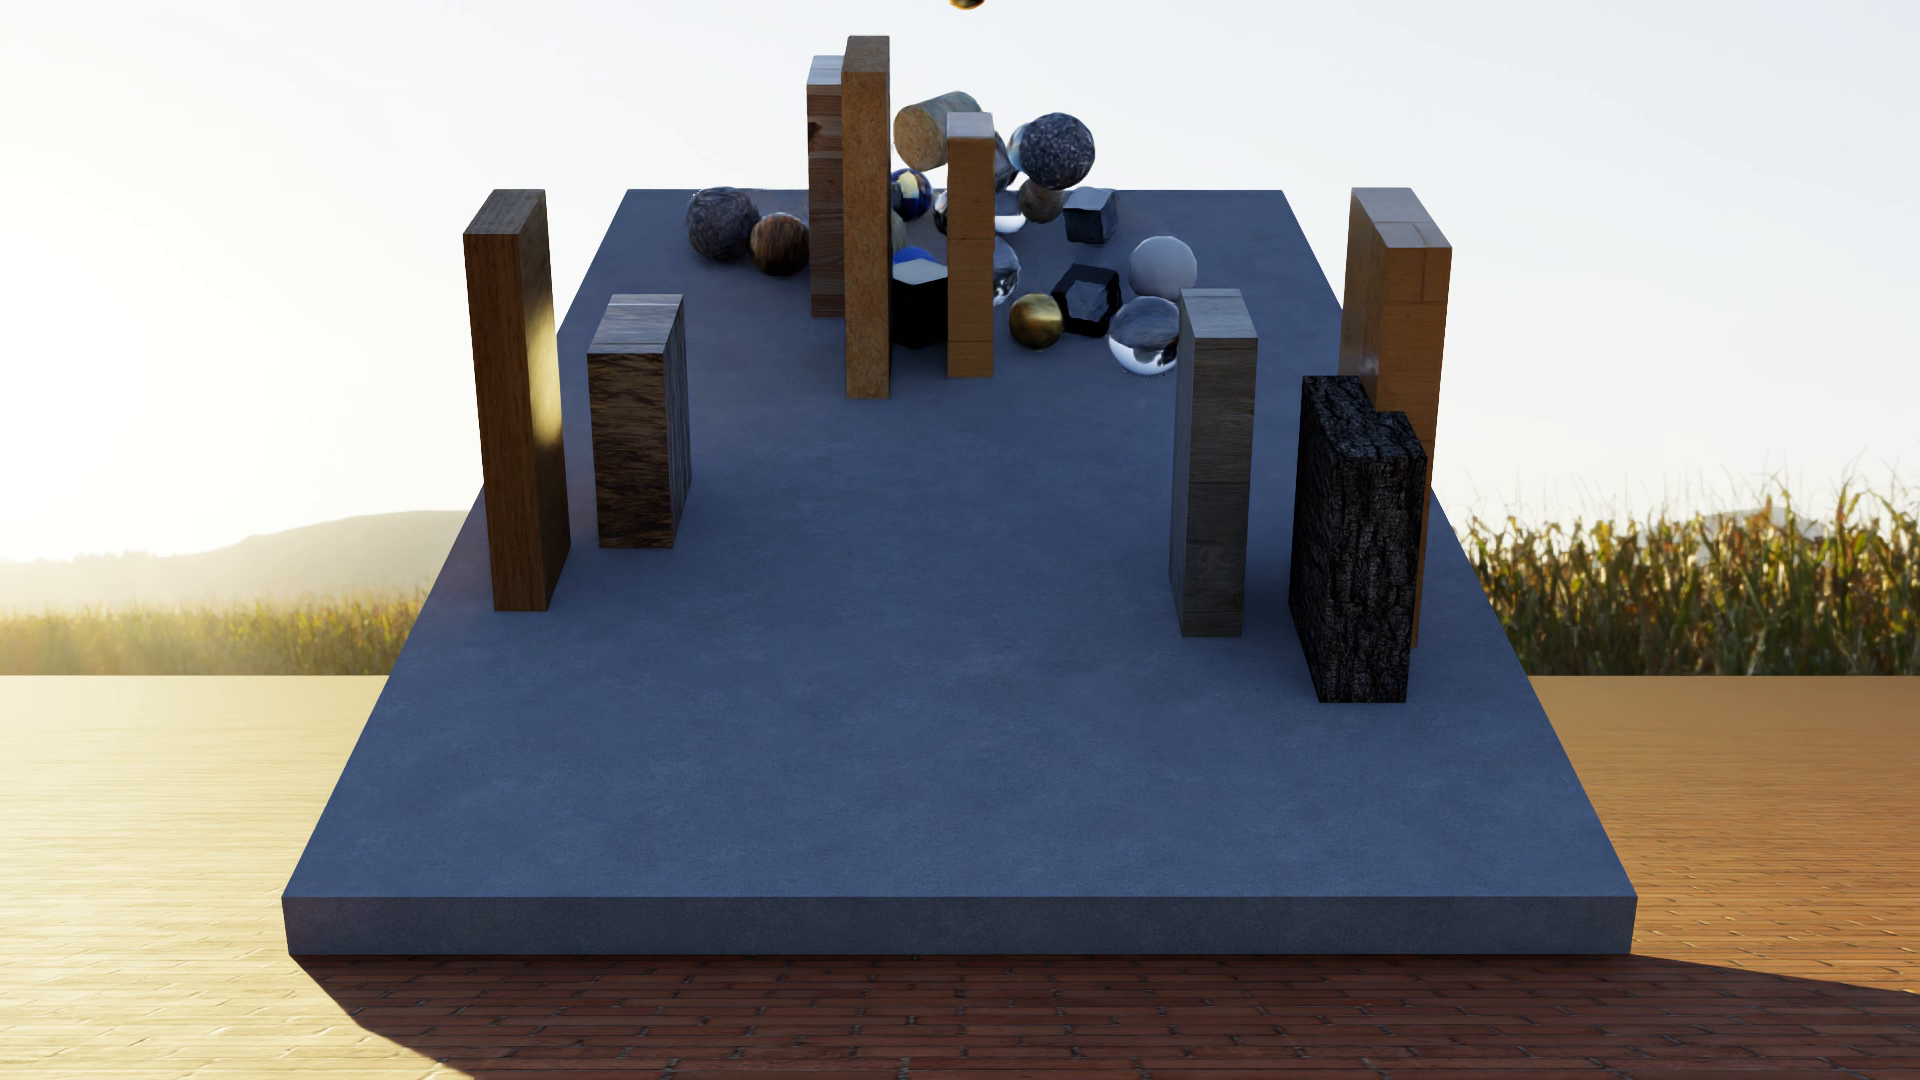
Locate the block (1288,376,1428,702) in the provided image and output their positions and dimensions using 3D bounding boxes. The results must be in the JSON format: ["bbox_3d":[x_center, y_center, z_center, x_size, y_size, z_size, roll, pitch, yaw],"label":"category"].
[{"bbox_3d":[0.692,-0.008,4.079,0.149,0.453,0.400,0,24,0],"label":"block"}]

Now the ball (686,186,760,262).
[{"bbox_3d":[-0.648,-0.865,6.350,0.206,0.206,0.206,0,-3,0],"label":"ball"}]

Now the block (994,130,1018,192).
[{"bbox_3d":[0.072,-1.056,6.584,0.131,0.131,0.131,-31,-5,-14],"label":"block"}]

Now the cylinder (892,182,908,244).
[{"bbox_3d":[-0.242,-0.903,6.458,0.172,0.172,0.172,-6,-3,1],"label":"cylinder"}]

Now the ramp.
[{"bbox_3d":[-0.008,-0.227,5.271,2.000,0.100,4.000,0,24,0],"label":"ramp"}]

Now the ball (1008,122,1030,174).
[{"bbox_3d":[0.207,-1.094,6.482,0.151,0.151,0.151,0,-3,0],"label":"ball"}]

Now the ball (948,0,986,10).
[{"bbox_3d":[0.018,-1.567,6.561,0.134,0.134,0.134,0,-3,0],"label":"ball"}]

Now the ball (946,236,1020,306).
[{"bbox_3d":[0.060,-0.694,5.980,0.190,0.190,0.190,0,-3,0],"label":"ball"}]

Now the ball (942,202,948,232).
[{"bbox_3d":[0.004,-0.896,6.439,0.113,0.113,0.113,0,-3,0],"label":"ball"}]

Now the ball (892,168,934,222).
[{"bbox_3d":[-0.154,-1.002,6.732,0.154,0.154,0.154,0,-3,0],"label":"ball"}]

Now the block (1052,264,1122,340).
[{"bbox_3d":[0.319,-0.598,5.800,0.123,0.123,0.123,14,47,28],"label":"block"}]

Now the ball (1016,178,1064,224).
[{"bbox_3d":[0.227,-0.958,6.523,0.135,0.135,0.135,0,-3,0],"label":"ball"}]

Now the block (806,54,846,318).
[{"bbox_3d":[-0.306,-0.913,5.970,0.147,0.598,0.348,0,24,0],"label":"block"}]

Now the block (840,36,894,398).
[{"bbox_3d":[-0.213,-0.757,5.412,0.098,0.758,0.406,0,24,0],"label":"block"}]

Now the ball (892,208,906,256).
[{"bbox_3d":[-0.233,-0.825,6.297,0.177,0.177,0.177,0,-3,0],"label":"ball"}]

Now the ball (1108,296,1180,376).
[{"bbox_3d":[0.447,-0.485,5.502,0.190,0.190,0.190,0,-3,0],"label":"ball"}]

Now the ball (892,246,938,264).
[{"bbox_3d":[-0.123,-0.691,6.033,0.142,0.142,0.142,0,-3,0],"label":"ball"}]

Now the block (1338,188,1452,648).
[{"bbox_3d":[0.770,-0.226,4.213,0.109,0.746,0.390,0,24,0],"label":"block"}]

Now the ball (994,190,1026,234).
[{"bbox_3d":[0.132,-0.938,6.621,0.126,0.126,0.126,0,-3,0],"label":"ball"}]

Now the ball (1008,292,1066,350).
[{"bbox_3d":[0.187,-0.536,5.681,0.141,0.141,0.141,0,-3,0],"label":"ball"}]

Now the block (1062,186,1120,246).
[{"bbox_3d":[0.370,-0.916,6.545,0.114,0.114,0.114,9,43,24],"label":"block"}]

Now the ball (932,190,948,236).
[{"bbox_3d":[-0.009,-0.925,6.573,0.141,0.141,0.141,0,-3,0],"label":"ball"}]

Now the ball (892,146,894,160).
[{"bbox_3d":[-0.272,-1.067,6.400,0.178,0.178,0.178,0,-3,0],"label":"ball"}]

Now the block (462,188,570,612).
[{"bbox_3d":[-0.817,-0.259,4.309,0.097,0.724,0.302,0,24,0],"label":"block"}]

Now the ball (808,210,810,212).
[{"bbox_3d":[-0.357,-0.958,6.628,0.155,0.155,0.155,0,-3,0],"label":"ball"}]

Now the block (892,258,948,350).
[{"bbox_3d":[-0.105,-0.588,5.768,0.165,0.165,0.165,-19,30,-36],"label":"block"}]

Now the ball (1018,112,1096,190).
[{"bbox_3d":[0.264,-1.057,6.312,0.209,0.209,0.209,0,-3,0],"label":"ball"}]

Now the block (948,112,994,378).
[{"bbox_3d":[0.024,-0.704,5.522,0.108,0.574,0.269,0,24,0],"label":"block"}]

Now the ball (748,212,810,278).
[{"bbox_3d":[-0.483,-0.791,6.224,0.172,0.172,0.172,0,-3,0],"label":"ball"}]

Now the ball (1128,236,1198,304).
[{"bbox_3d":[0.523,-0.695,5.996,0.182,0.182,0.182,0,-3,0],"label":"ball"}]

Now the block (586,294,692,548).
[{"bbox_3d":[-0.640,-0.244,4.673,0.144,0.406,0.373,0,24,0],"label":"block"}]

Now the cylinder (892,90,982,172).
[{"bbox_3d":[-0.058,-1.164,6.607,0.190,0.190,0.190,-3,18,47],"label":"cylinder"}]

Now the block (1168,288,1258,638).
[{"bbox_3d":[0.458,-0.142,4.236,0.108,0.573,0.282,0,24,0],"label":"block"}]
